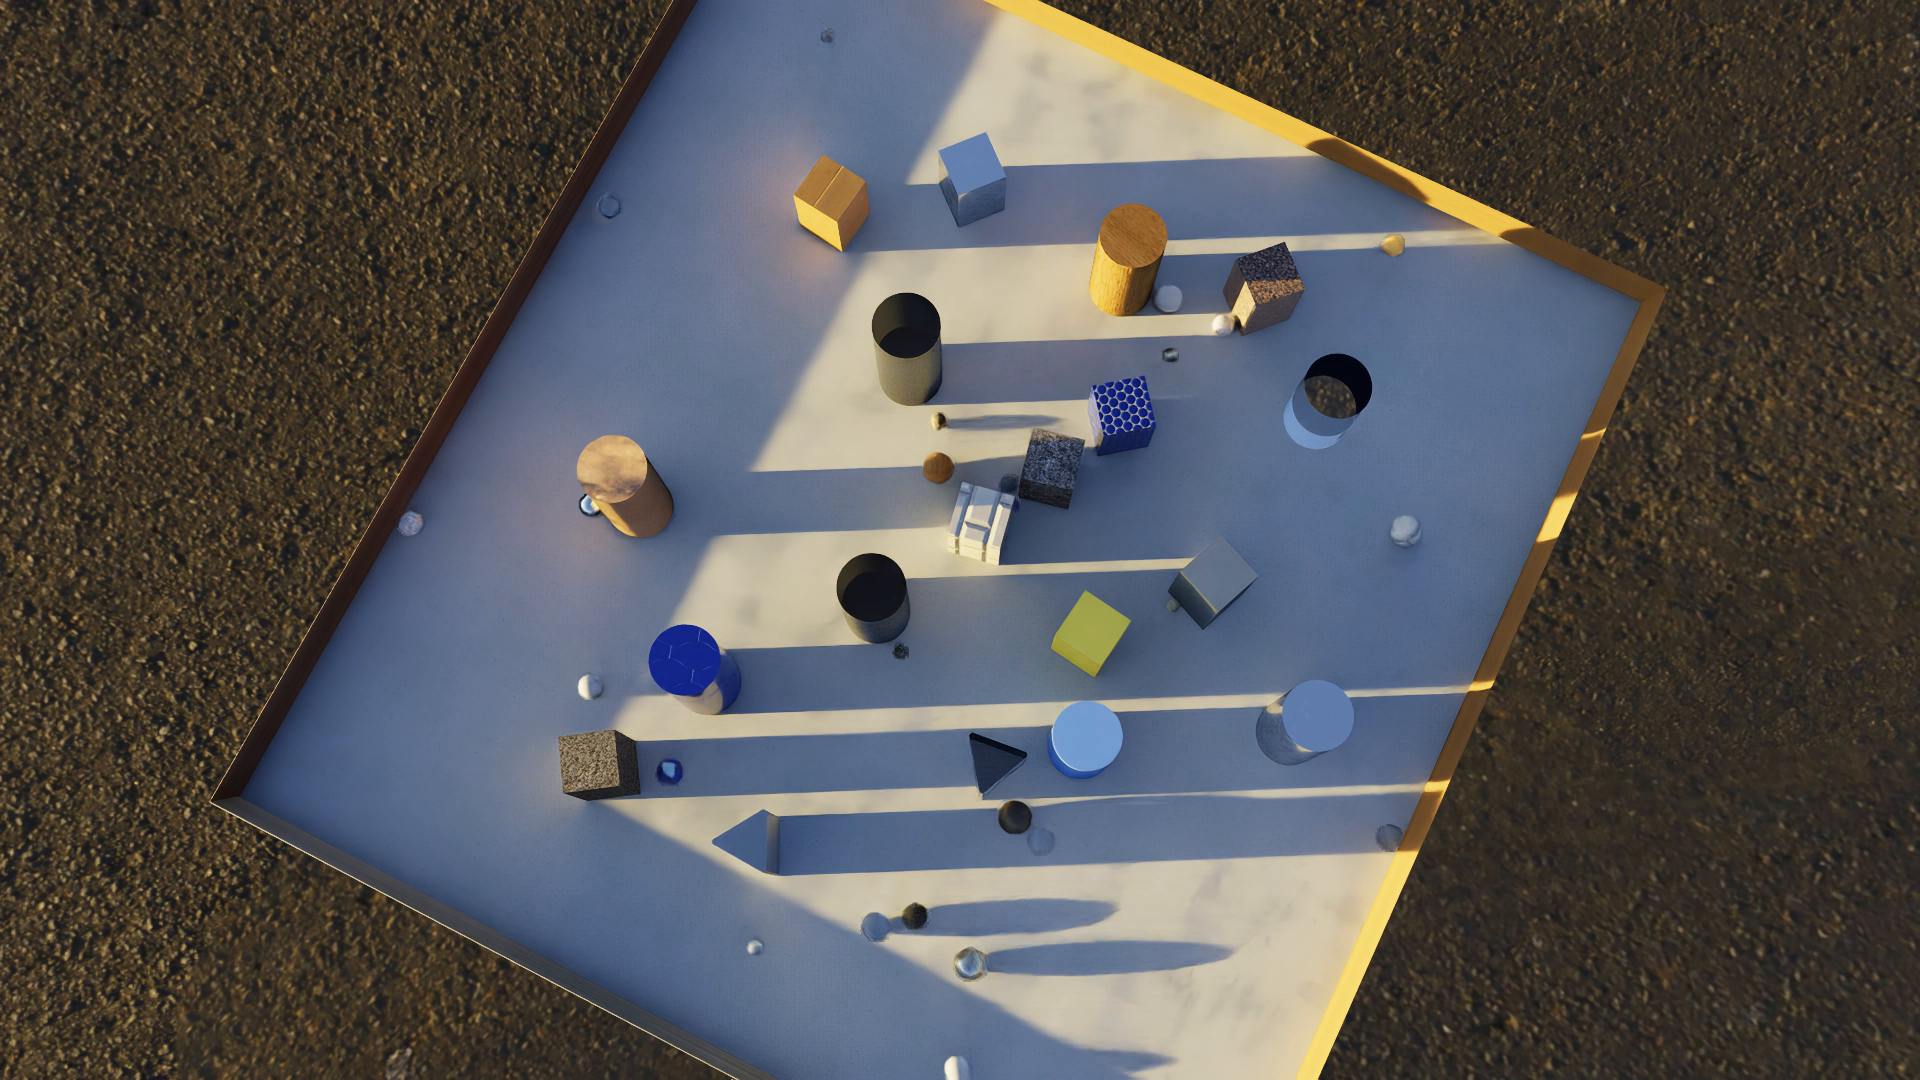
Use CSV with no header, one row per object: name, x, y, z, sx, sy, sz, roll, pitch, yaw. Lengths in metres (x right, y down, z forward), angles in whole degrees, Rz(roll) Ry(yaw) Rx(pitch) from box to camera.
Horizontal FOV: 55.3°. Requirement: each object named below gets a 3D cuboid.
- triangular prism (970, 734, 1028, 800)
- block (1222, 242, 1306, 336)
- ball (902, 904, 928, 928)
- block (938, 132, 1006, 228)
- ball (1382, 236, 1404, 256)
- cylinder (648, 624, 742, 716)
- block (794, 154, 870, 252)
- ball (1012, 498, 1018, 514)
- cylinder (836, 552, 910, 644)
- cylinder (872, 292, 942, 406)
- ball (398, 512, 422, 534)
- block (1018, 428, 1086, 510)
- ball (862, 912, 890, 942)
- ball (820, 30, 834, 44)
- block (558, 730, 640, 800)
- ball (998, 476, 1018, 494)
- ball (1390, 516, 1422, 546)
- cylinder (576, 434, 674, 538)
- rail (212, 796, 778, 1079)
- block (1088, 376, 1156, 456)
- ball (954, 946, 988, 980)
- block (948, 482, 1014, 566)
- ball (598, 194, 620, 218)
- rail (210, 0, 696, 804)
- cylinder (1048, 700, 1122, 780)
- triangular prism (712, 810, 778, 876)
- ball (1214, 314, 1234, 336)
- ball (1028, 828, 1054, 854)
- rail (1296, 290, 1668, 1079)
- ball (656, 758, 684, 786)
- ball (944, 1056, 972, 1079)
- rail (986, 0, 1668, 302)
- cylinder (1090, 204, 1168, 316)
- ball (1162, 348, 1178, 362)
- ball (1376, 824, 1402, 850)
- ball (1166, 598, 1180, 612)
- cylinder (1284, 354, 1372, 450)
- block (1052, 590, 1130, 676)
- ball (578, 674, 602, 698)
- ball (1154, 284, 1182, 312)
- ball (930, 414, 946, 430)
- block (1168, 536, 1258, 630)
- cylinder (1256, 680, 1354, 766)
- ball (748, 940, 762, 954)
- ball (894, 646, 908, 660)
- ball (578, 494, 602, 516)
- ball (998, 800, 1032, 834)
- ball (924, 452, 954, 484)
triangular prism,0.077,0.634,5.329,0.172,0.306,0.149,-39,81,-7
block,0.930,-0.768,5.628,0.159,0.289,0.159,-20,79,-4
ball,-0.131,1.098,5.352,0.074,0.074,0.074,0,78,0
block,0.037,-1.119,5.712,0.159,0.267,0.159,-22,79,-5
ball,1.365,-0.927,5.776,0.064,0.064,0.064,0,78,0
cylinder,-0.759,0.380,5.287,0.199,0.492,0.199,0,78,0
block,-0.396,-1.045,5.700,0.159,0.259,0.159,33,80,6
ball,0.154,-0.106,5.611,0.053,0.053,0.053,0,78,0
cylinder,-0.250,0.175,5.369,0.199,0.414,0.199,0,78,0
cylinder,-0.154,-0.564,5.481,0.199,0.494,0.199,0,78,0
ball,-1.677,-0.052,5.591,0.072,0.072,0.072,0,78,0
block,0.274,-0.214,5.531,0.159,0.255,0.159,14,79,3
ball,-0.245,1.126,5.340,0.085,0.085,0.085,0,78,0
ball,-0.430,-1.630,5.933,0.042,0.042,0.042,0,78,0
block,-1.040,0.655,5.305,0.159,0.346,0.159,-7,78,-2
ball,0.149,-0.169,5.622,0.058,0.058,0.058,0,78,0
ball,1.355,-0.026,5.575,0.092,0.092,0.092,0,78,0
cylinder,-0.980,-0.151,5.398,0.199,0.489,0.199,0,78,0
rail,-0.740,1.456,5.248,3.204,0.129,0.045,26,80,5
block,0.488,-0.375,5.568,0.159,0.247,0.159,-11,79,-2
ball,0.031,1.228,5.314,0.096,0.096,0.096,0,78,0
block,0.062,-0.046,5.484,0.159,0.278,0.159,16,79,3
ball,-1.110,-1.056,5.798,0.074,0.074,0.074,0,78,0
rail,-1.412,-0.684,5.691,0.045,0.129,3.356,26,80,5
cylinder,0.361,0.585,5.335,0.199,0.314,0.199,0,78,0
triangular prism,-0.576,0.849,5.253,0.172,0.367,0.149,29,80,6
ball,0.824,-0.671,5.721,0.067,0.067,0.067,0,78,0
ball,0.239,0.886,5.392,0.081,0.081,0.081,0,78,0
rail,1.412,0.698,5.405,0.045,0.129,3.356,26,80,5
ball,-0.860,0.687,5.434,0.079,0.079,0.079,0,78,0
ball,-0.007,1.521,5.261,0.079,0.079,0.079,0,78,0
rail,0.740,-1.442,5.848,3.204,0.129,0.045,26,80,5
cylinder,0.506,-0.844,5.565,0.199,0.443,0.199,0,78,0
ball,0.654,-0.577,5.712,0.047,0.047,0.047,0,78,0
ball,1.266,0.876,5.397,0.075,0.075,0.075,0,78,0
ball,0.646,0.199,5.554,0.041,0.041,0.041,0,78,0
cylinder,1.104,-0.414,5.521,0.199,0.356,0.199,0,78,0
block,0.385,0.280,5.424,0.159,0.264,0.159,34,80,7
ball,-1.108,0.439,5.489,0.071,0.071,0.071,0,78,0
ball,0.649,-0.757,5.729,0.087,0.087,0.087,0,78,0
ball,-0.066,-0.365,5.667,0.049,0.049,0.049,0,78,0
block,0.745,0.130,5.421,0.159,0.331,0.159,-41,81,-8
cylinder,0.986,0.530,5.271,0.199,0.463,0.199,0,78,0
ball,-0.598,1.189,5.348,0.044,0.044,0.044,0,78,0
ball,-0.180,0.339,5.525,0.043,0.043,0.043,0,78,0
ball,-1.127,-0.108,5.601,0.074,0.074,0.074,0,78,0
ball,0.162,0.817,5.397,0.099,0.099,0.099,0,78,0
ball,-0.064,-0.220,5.614,0.095,0.095,0.095,0,78,0
